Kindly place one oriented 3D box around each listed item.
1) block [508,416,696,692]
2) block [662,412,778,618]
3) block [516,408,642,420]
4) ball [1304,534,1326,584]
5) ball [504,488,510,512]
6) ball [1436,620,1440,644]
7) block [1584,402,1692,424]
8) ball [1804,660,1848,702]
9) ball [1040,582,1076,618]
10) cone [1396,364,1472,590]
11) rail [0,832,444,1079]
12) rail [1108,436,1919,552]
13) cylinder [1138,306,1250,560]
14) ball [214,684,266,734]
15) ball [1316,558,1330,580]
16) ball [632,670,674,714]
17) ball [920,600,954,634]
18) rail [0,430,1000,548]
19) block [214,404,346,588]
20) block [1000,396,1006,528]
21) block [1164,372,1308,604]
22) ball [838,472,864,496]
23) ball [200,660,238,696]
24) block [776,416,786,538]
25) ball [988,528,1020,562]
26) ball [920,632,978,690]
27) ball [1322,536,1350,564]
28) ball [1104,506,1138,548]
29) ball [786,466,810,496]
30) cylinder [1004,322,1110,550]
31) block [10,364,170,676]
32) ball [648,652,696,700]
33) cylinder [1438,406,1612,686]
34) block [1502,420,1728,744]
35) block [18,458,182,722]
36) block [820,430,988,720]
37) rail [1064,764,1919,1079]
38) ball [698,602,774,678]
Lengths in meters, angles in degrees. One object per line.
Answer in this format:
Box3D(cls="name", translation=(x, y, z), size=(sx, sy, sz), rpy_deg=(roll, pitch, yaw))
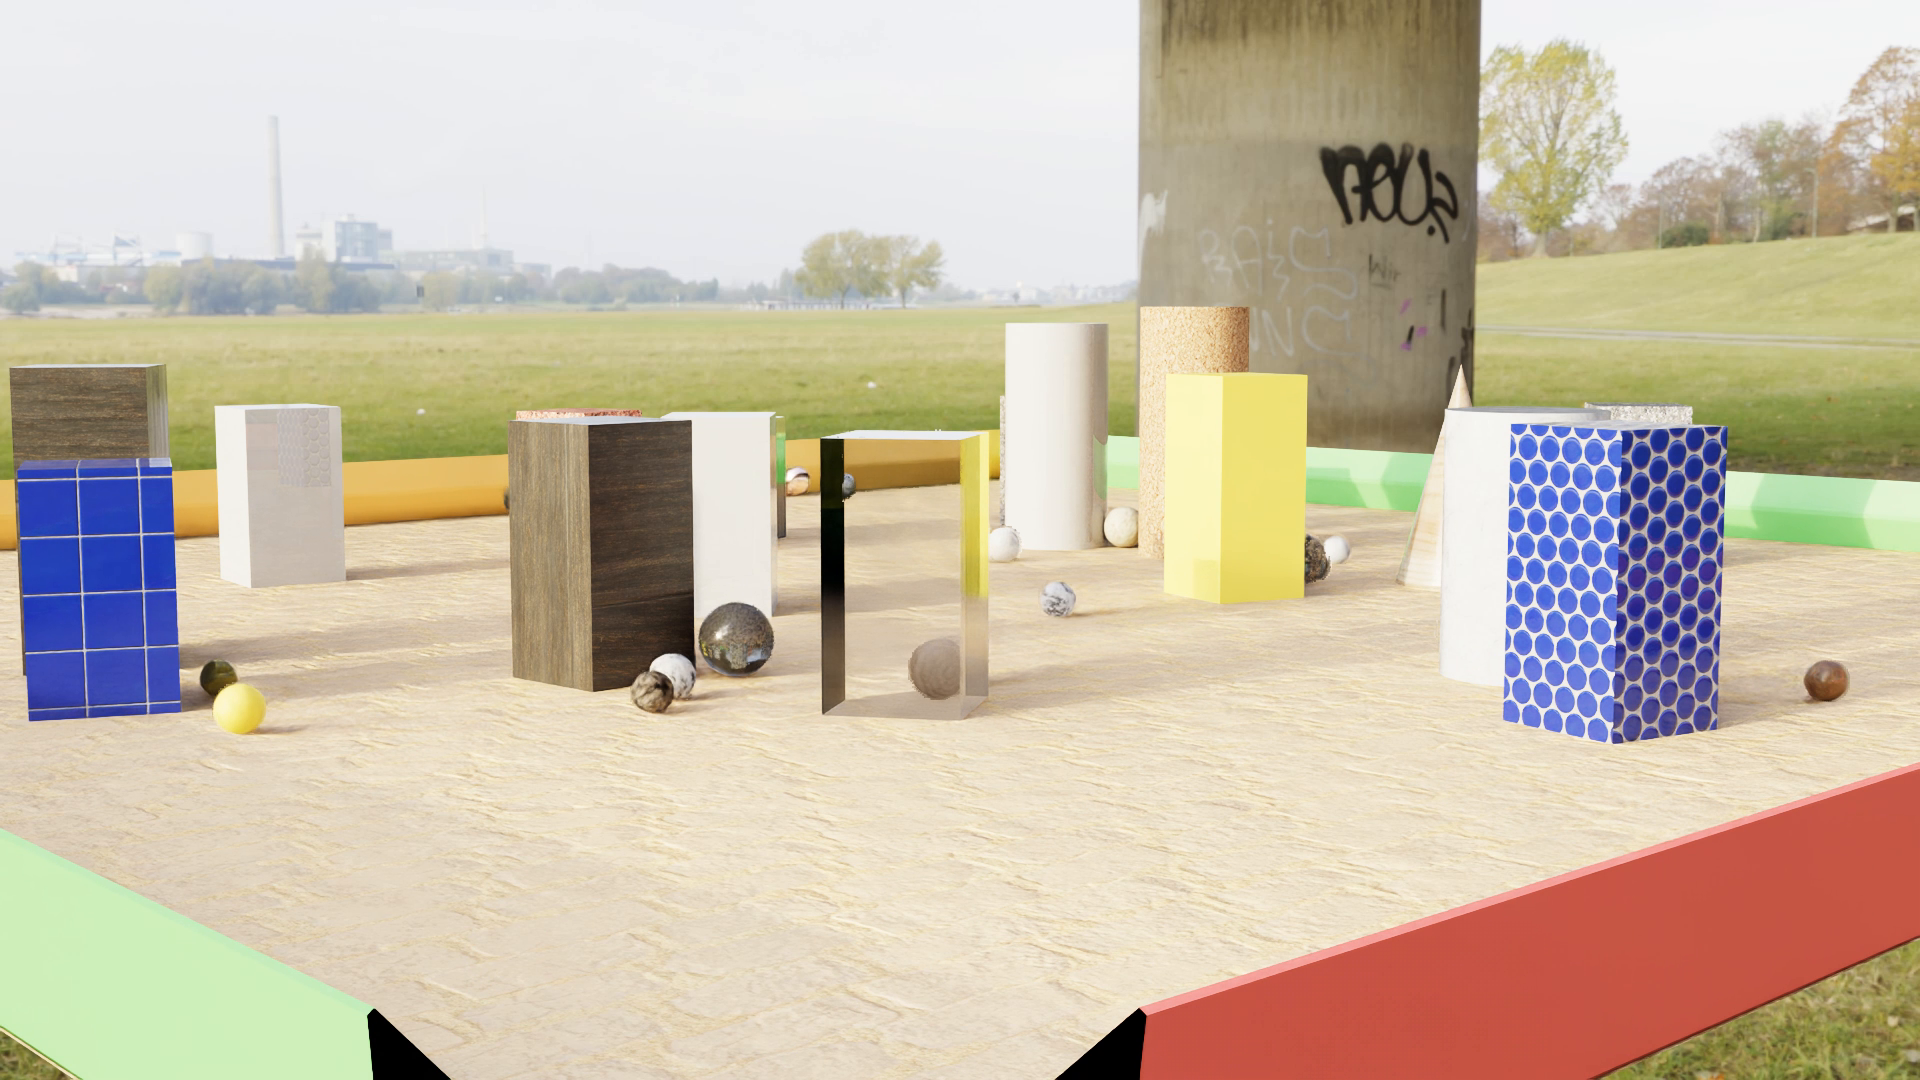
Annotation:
Box3D(cls="block", translation=(-0.433, 0.011, 2.660), size=(0.156, 0.312, 0.156), rpy_deg=(5, 8, 42))
Box3D(cls="block", translation=(-0.353, -0.040, 3.251), size=(0.156, 0.291, 0.156), rpy_deg=(0, 6, -1))
Box3D(cls="block", translation=(-0.677, -0.098, 3.924), size=(0.156, 0.266, 0.156), rpy_deg=(4, 7, 31))
Box3D(cls="ball", translation=(0.553, 0.030, 3.572), size=(0.084, 0.084, 0.084), rpy_deg=(0, 6, 0))
Box3D(cls="ball", translation=(-0.934, -0.088, 4.702), size=(0.084, 0.084, 0.084), rpy_deg=(0, 6, 0))
Box3D(cls="ball", translation=(0.644, 0.118, 2.816), size=(0.066, 0.066, 0.066), rpy_deg=(0, 6, 0))
Box3D(cls="block", translation=(1.172, -0.095, 3.819), size=(0.156, 0.281, 0.156), rpy_deg=(1, 6, 8))
Box3D(cls="ball", translation=(0.987, 0.160, 2.507), size=(0.047, 0.047, 0.047), rpy_deg=(0, 6, 0))
Box3D(cls="ball", translation=(0.141, 0.086, 3.195), size=(0.052, 0.052, 0.052), rpy_deg=(0, 6, 0))
Box3D(cls="cone", translation=(0.810, -0.107, 3.571), size=(0.195, 0.357, 0.195), rpy_deg=(0, 6, 0))
Box3D(cls="rail", translation=(-1.294, 0.157, 2.145), size=(0.045, 0.127, 3.552), rpy_deg=(-5, 8, -42))
Box3D(cls="rail", translation=(1.294, -0.091, 4.519), size=(0.045, 0.127, 3.552), rpy_deg=(-5, 8, -42))
Box3D(cls="cylinder", translation=(0.423, -0.196, 3.982), size=(0.195, 0.449, 0.195), rpy_deg=(0, 6, 0))
Box3D(cls="ball", translation=(-0.758, 0.178, 2.315), size=(0.053, 0.053, 0.053), rpy_deg=(0, 6, 0))
Box3D(cls="ball", translation=(0.586, 0.043, 3.630), size=(0.047, 0.047, 0.047), rpy_deg=(0, 6, 0))
Box3D(cls="ball", translation=(-0.340, 0.168, 2.435), size=(0.047, 0.047, 0.047), rpy_deg=(0, 6, 0))
Box3D(cls="ball", translation=(-0.032, 0.106, 3.031), size=(0.047, 0.047, 0.047), rpy_deg=(0, 6, 0))
Box3D(cls="rail", translation=(-1.188, -0.101, 4.613), size=(3.568, 0.127, 0.045), rpy_deg=(-5, 8, -42))
Box3D(cls="block", translation=(-1.119, -0.076, 3.620), size=(0.156, 0.286, 0.156), rpy_deg=(-4, 7, -35))
Box3D(cls="block", translation=(0.192, -0.160, 4.498), size=(0.156, 0.270, 0.156), rpy_deg=(5, 8, 41))
Box3D(cls="block", translation=(0.428, -0.085, 3.427), size=(0.156, 0.344, 0.156), rpy_deg=(-3, 7, -27))
Box3D(cls="ball", translation=(-0.260, -0.134, 5.247), size=(0.061, 0.061, 0.061), rpy_deg=(0, 6, 0))
Box3D(cls="ball", translation=(-0.857, 0.160, 2.540), size=(0.042, 0.042, 0.042), rpy_deg=(0, 6, 0))
Box3D(cls="block", translation=(-0.443, -0.119, 4.266), size=(0.156, 0.236, 0.156), rpy_deg=(2, 6, 21))
Box3D(cls="ball", translation=(0.077, 0.009, 3.891), size=(0.061, 0.061, 0.061), rpy_deg=(0, 6, 0))
Box3D(cls="ball", translation=(-0.013, 0.141, 2.582), size=(0.069, 0.069, 0.069), rpy_deg=(0, 6, 0))
Box3D(cls="ball", translation=(0.661, 0.017, 3.863), size=(0.049, 0.049, 0.049), rpy_deg=(0, 6, 0))
Box3D(cls="ball", translation=(0.309, -0.025, 4.125), size=(0.078, 0.078, 0.078), rpy_deg=(0, 6, 0))
Box3D(cls="ball", translation=(-0.395, -0.141, 5.281), size=(0.069, 0.069, 0.069), rpy_deg=(0, 6, 0))
Box3D(cls="cylinder", translation=(0.183, -0.200, 4.160), size=(0.195, 0.419, 0.195), rpy_deg=(0, 6, 0))
Box3D(cls="block", translation=(-1.081, -0.030, 2.754), size=(0.156, 0.375, 0.156), rpy_deg=(-1, 6, -11))
Box3D(cls="ball", translation=(-0.329, 0.156, 2.511), size=(0.055, 0.055, 0.055), rpy_deg=(0, 6, 0))
Box3D(cls="cylinder", translation=(0.686, 0.004, 2.678), size=(0.195, 0.324, 0.195), rpy_deg=(0, 6, 0))
Box3D(cls="block", translation=(0.698, 0.038, 2.349), size=(0.156, 0.323, 0.156), rpy_deg=(-4, 7, -30))
Box3D(cls="block", translation=(-0.964, 0.051, 2.470), size=(0.156, 0.273, 0.156), rpy_deg=(-2, 6, -20))
Box3D(cls="block", translation=(-0.060, 0.035, 2.465), size=(0.156, 0.306, 0.156), rpy_deg=(1, 6, 12))
Box3D(cls="rail", translation=(1.188, 0.167, 2.051), size=(3.568, 0.127, 0.045), rpy_deg=(-5, 8, -42))
Box3D(cls="ball", translation=(-0.272, 0.121, 2.674), size=(0.092, 0.092, 0.092), rpy_deg=(0, 6, 0))
